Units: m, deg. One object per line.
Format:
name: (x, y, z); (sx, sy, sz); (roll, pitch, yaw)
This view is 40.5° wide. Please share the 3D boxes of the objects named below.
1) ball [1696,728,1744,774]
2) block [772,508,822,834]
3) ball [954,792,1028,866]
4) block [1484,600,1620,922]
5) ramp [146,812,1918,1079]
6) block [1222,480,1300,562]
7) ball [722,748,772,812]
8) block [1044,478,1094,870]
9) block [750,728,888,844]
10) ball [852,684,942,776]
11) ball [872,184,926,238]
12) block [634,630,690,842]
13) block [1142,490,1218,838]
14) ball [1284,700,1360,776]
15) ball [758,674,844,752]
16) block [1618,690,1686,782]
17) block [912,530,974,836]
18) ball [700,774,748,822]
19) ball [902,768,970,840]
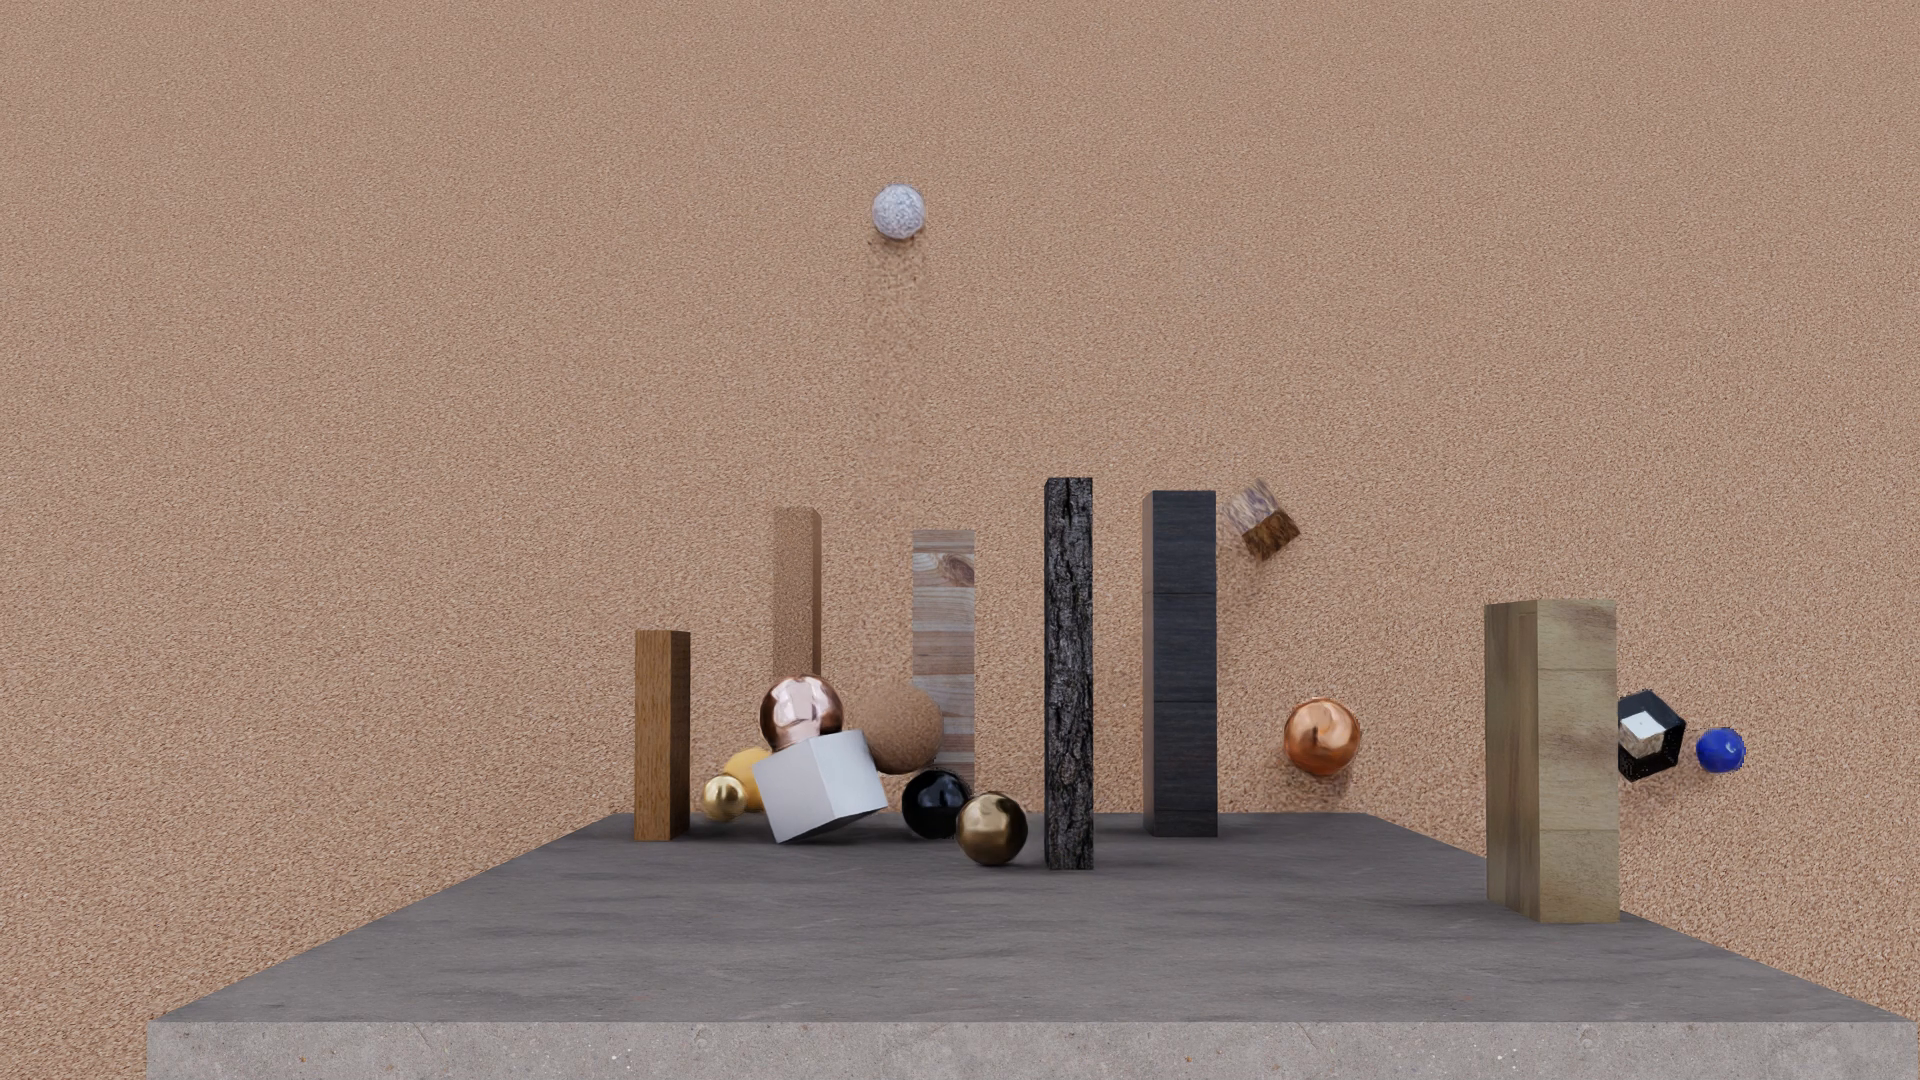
ball: (2.073, 0.575, 7.104); (0.124, 0.124, 0.124); (0, 37, 0)
block: (-0.392, 0.315, 6.295); (0.093, 0.766, 0.387); (0, -3, 0)
ball: (0.062, 0.575, 5.176); (0.145, 0.145, 0.145); (0, 37, 0)
block: (0.964, 0.354, 4.264); (0.123, 0.503, 0.414); (0, -3, 0)
ramp: (0.082, 0.686, 4.935); (2.000, 0.100, 4.000); (0, -3, 0)
block: (0.918, -0.059, 7.928); (0.148, 0.148, 0.148); (-37, 43, 6)
ball: (-0.555, 0.646, 6.982); (0.170, 0.170, 0.170); (0, 37, 0)
block: (0.217, 0.266, 5.217); (0.086, 0.766, 0.265); (0, -3, 0)
block: (-0.313, 0.547, 5.801); (0.186, 0.186, 0.186); (-6, 74, -53)
ball: (-0.143, 0.430, 5.910); (0.208, 0.208, 0.208); (0, 37, 0)
ball: (-0.222, -1.189, 9.431); (0.195, 0.195, 0.195); (0, 37, 0)
block: (-0.694, 0.451, 6.091); (0.080, 0.475, 0.432); (0, -3, 0)
block: (0.520, 0.293, 6.183); (0.146, 0.800, 0.354); (0, -3, 0)
ball: (0.991, 0.541, 7.137); (0.208, 0.208, 0.208); (0, 37, 0)
ball: (-0.365, 0.408, 5.999); (0.197, 0.197, 0.197); (0, 37, 0)
block: (1.878, 0.540, 7.181); (0.156, 0.156, 0.156); (-17, 40, -21)
block: (-0.038, 0.338, 6.197); (0.143, 0.710, 0.368); (0, -3, 0)
ball: (-0.594, 0.649, 6.548); (0.120, 0.120, 0.120); (0, 37, 0)
ball: (-0.054, 0.601, 5.920); (0.160, 0.160, 0.160); (0, 37, 0)
